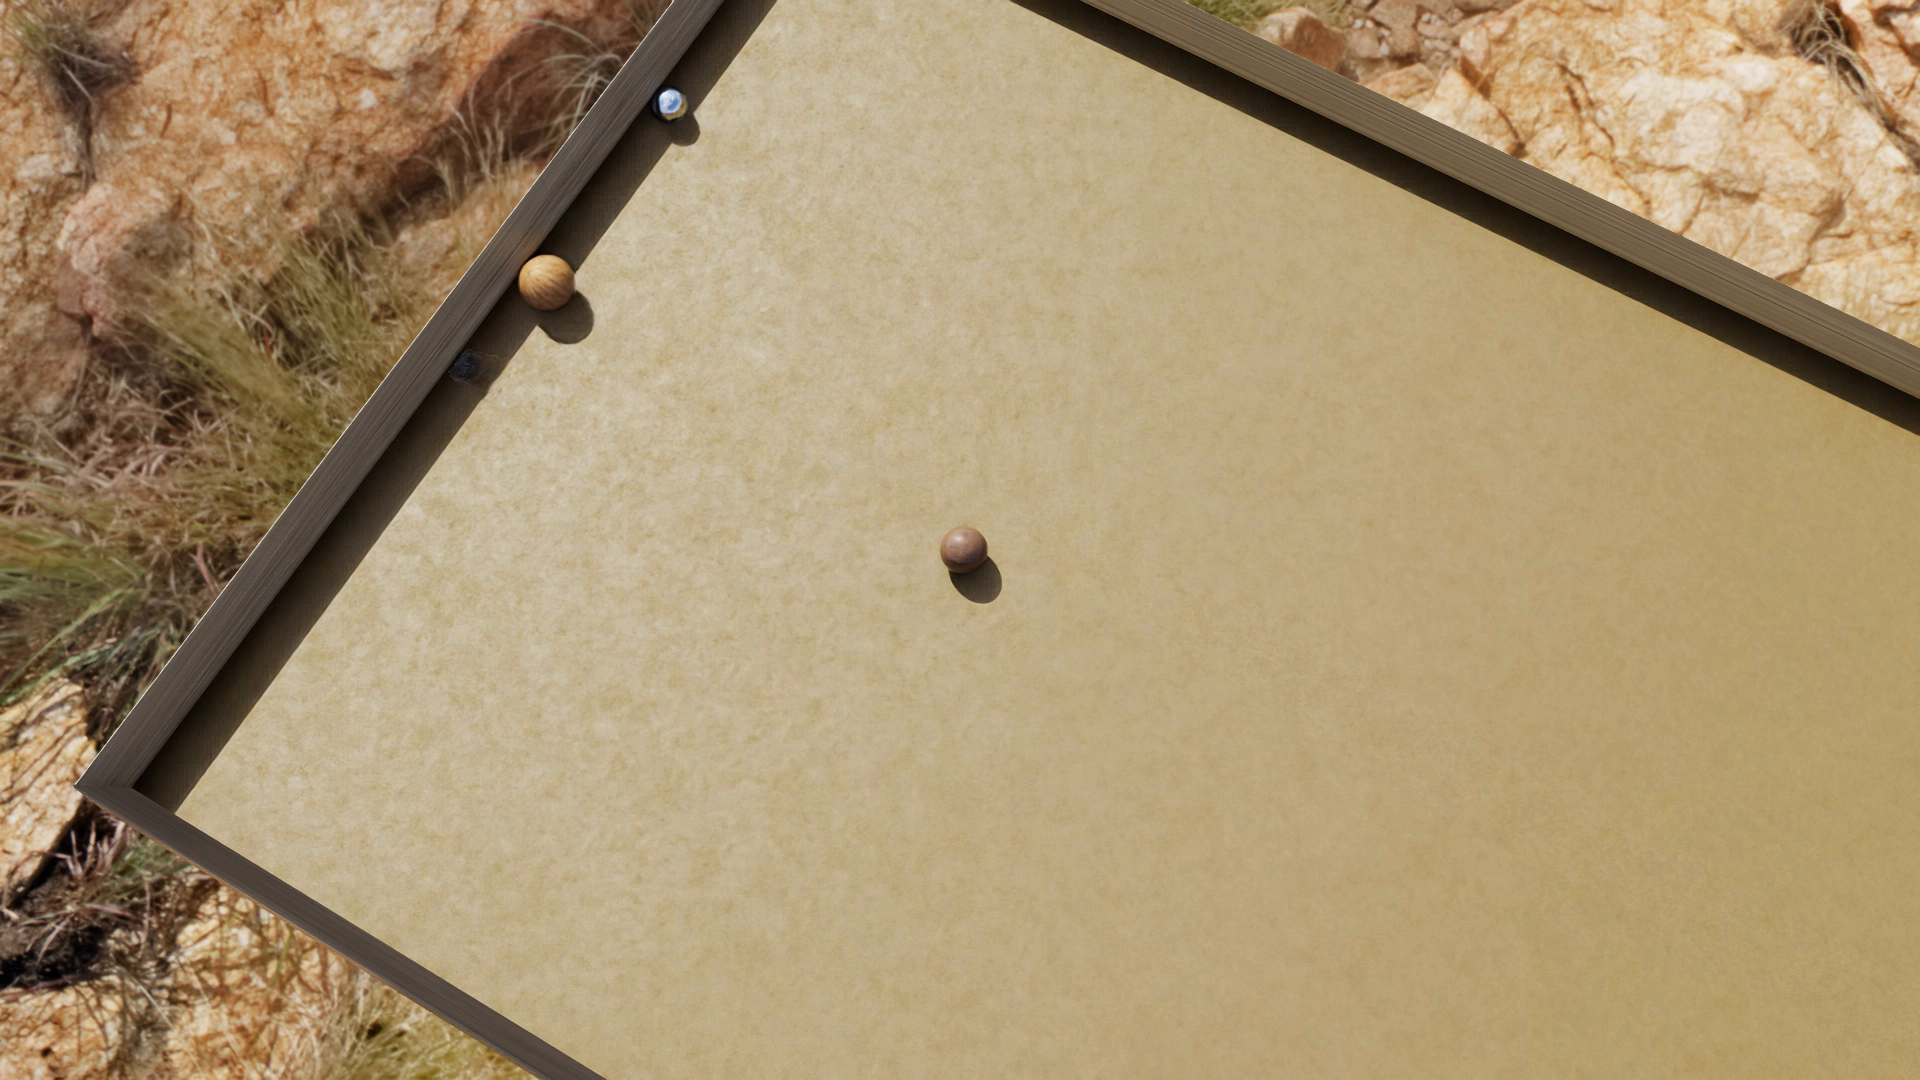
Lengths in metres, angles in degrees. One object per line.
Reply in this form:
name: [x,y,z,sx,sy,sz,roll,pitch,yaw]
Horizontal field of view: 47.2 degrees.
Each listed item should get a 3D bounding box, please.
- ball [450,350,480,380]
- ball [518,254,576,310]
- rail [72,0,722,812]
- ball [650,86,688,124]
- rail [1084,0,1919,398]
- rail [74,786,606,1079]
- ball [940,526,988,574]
ball: [-0.819,-0.289,3.639,0.049,0.049,0.049,0,67,0]
ball: [-0.690,-0.431,3.674,0.093,0.093,0.093,0,67,0]
rail: [-0.774,-0.426,3.657,0.045,0.121,2.073,28,70,11]
ball: [-0.507,-0.758,3.826,0.066,0.066,0.066,0,67,0]
rail: [1.304,-0.393,3.642,3.677,0.121,0.045,28,70,11]
rail: [0.286,1.222,2.965,3.677,0.121,0.045,28,70,11]
ball: [0.006,0.016,3.496,0.077,0.077,0.077,0,67,0]
